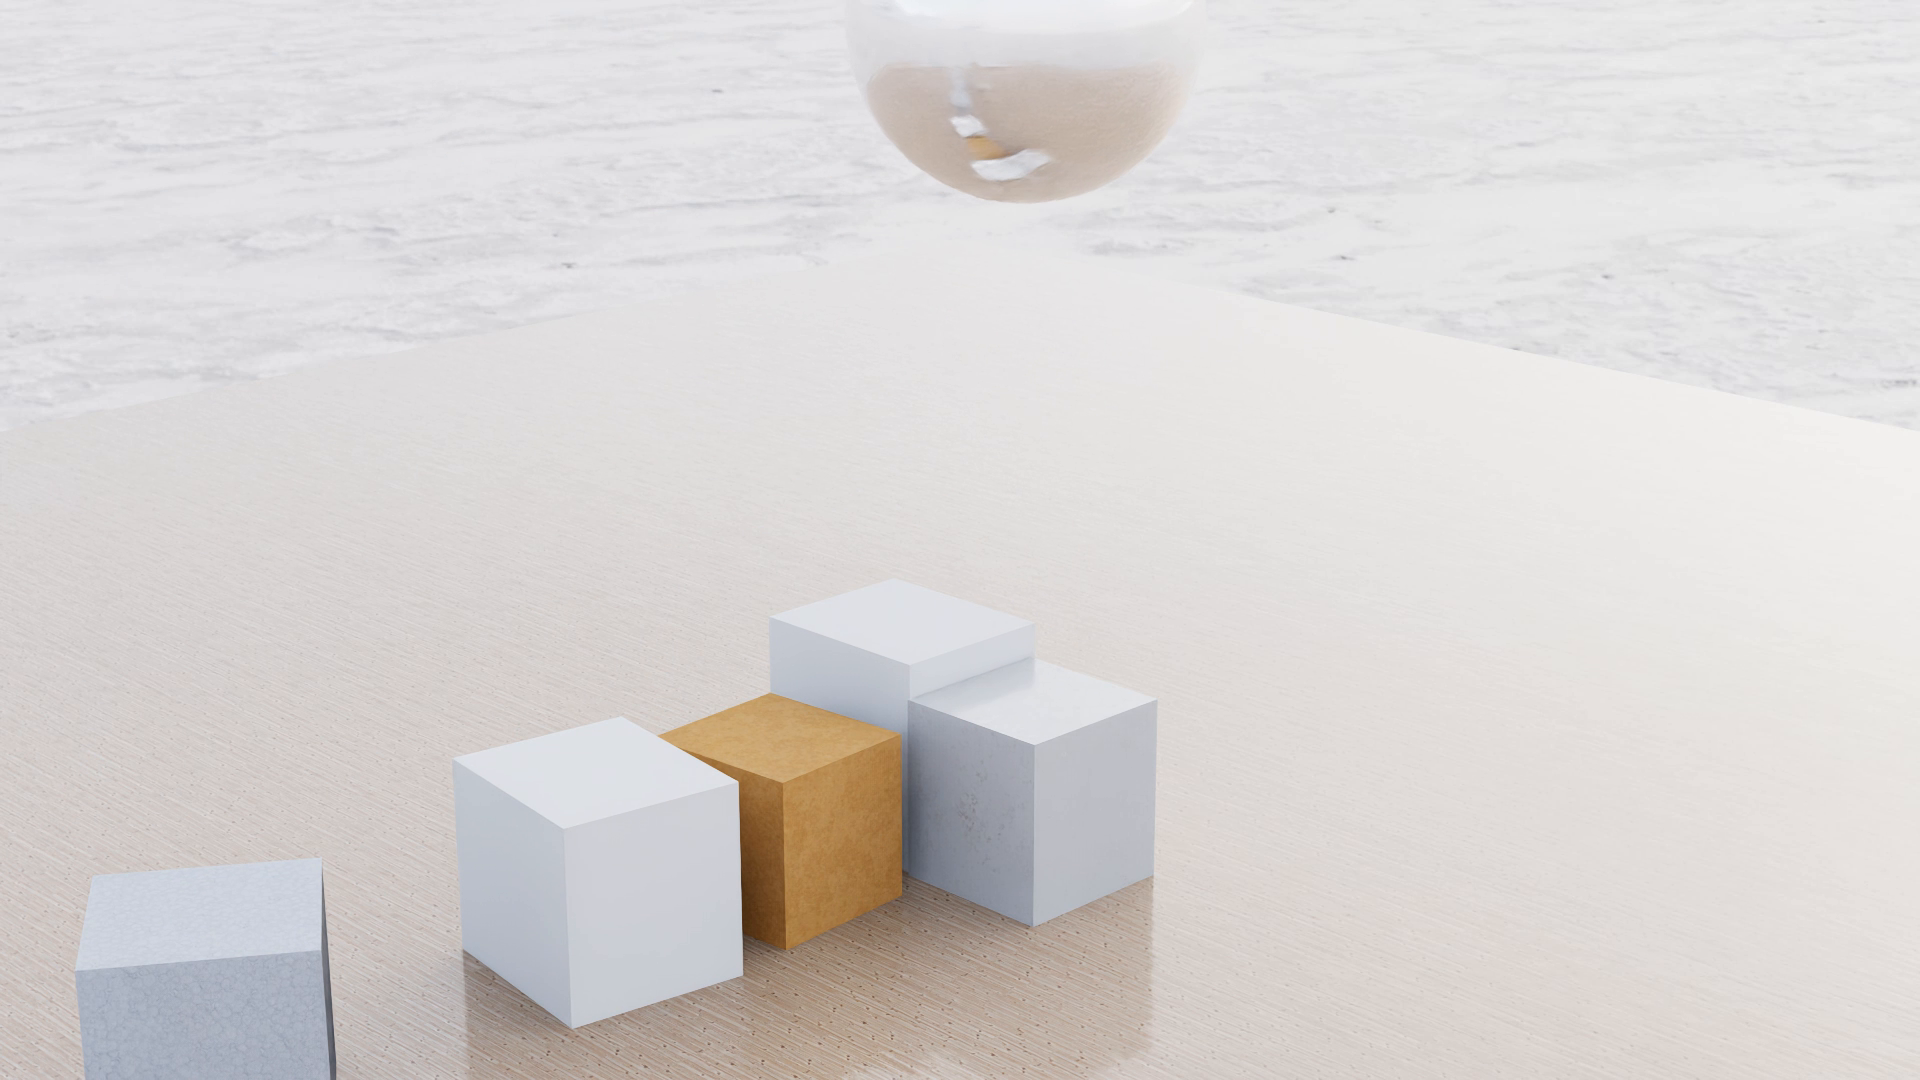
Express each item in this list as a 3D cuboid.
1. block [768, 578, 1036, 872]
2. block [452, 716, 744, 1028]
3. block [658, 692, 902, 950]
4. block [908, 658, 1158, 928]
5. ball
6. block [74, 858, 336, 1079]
[{"bbox_3d":[-0.274,0.859,13.918,0.951,1.016,0.820,17,24,42],"label":"block"},{"bbox_3d":[-1.539,1.388,12.453,0.830,0.884,0.953,-13,21,-35],"label":"block"},{"bbox_3d":[-0.813,1.240,13.099,0.807,0.780,0.756,14,22,38],"label":"block"},{"bbox_3d":[0.327,1.127,13.326,0.803,0.860,0.791,-17,24,-42],"label":"block"},{"bbox_3d":[0.289,-2.286,12.926,1.600,1.600,1.600,0,17,0],"label":"ball"},{"bbox_3d":[-2.834,1.811,11.119,0.865,0.877,0.853,-4,18,-11],"label":"block"}]
